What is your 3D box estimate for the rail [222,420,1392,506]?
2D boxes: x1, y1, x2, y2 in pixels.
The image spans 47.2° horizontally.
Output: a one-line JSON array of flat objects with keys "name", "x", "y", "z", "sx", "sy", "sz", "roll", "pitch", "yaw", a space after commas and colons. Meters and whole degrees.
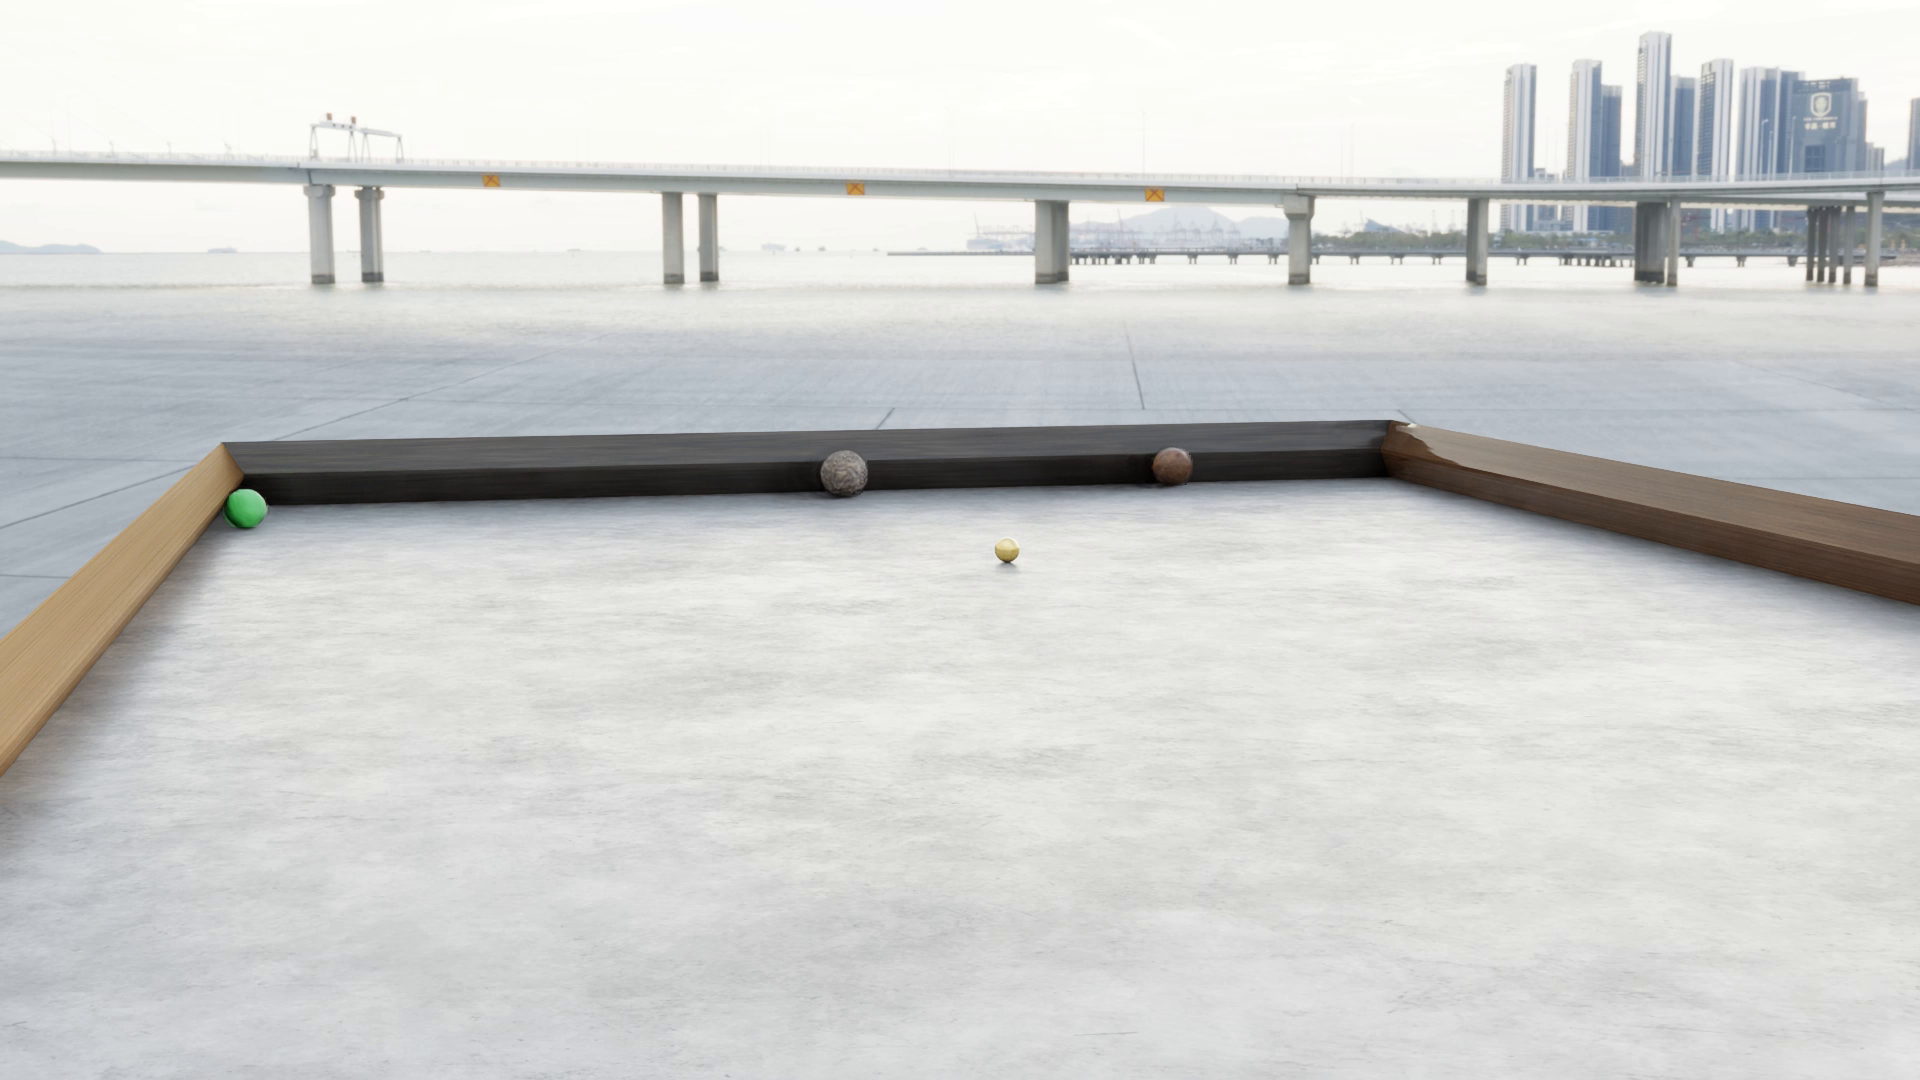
[{"name": "rail", "x": -0.248, "y": -0.168, "z": 4.712, "sx": 2.544, "sy": 0.129, "sz": 0.045, "roll": -2, "pitch": 8, "yaw": -13}]

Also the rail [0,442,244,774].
[{"name": "rail", "x": -0.962, "y": 0.154, "z": 2.302, "sx": 0.045, "sy": 0.129, "sz": 4.456, "roll": -2, "pitch": 8, "yaw": -13}]

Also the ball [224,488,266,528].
[{"name": "ball", "x": -1.334, "y": -0.058, "z": 4.105, "sx": 0.075, "sy": 0.075, "sz": 0.075, "roll": 0, "pitch": 8, "yaw": 0}]

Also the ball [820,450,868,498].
[{"name": "ball", "x": -0.243, "y": -0.138, "z": 4.610, "sx": 0.100, "sy": 0.100, "sz": 0.100, "roll": 0, "pitch": 8, "yaw": 0}]

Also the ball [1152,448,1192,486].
[{"name": "ball", "x": 0.464, "y": -0.159, "z": 4.818, "sx": 0.086, "sy": 0.086, "sz": 0.086, "roll": 0, "pitch": 8, "yaw": 0}]

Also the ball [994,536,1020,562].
[{"name": "ball", "x": 0.079, "y": 0.016, "z": 3.669, "sx": 0.042, "sy": 0.042, "sz": 0.042, "roll": 0, "pitch": 8, "yaw": 0}]

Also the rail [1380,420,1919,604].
[{"name": "rail", "x": 1.469, "y": 0.079, "z": 2.866, "sx": 0.045, "sy": 0.129, "sz": 4.456, "roll": -2, "pitch": 8, "yaw": -13}]
